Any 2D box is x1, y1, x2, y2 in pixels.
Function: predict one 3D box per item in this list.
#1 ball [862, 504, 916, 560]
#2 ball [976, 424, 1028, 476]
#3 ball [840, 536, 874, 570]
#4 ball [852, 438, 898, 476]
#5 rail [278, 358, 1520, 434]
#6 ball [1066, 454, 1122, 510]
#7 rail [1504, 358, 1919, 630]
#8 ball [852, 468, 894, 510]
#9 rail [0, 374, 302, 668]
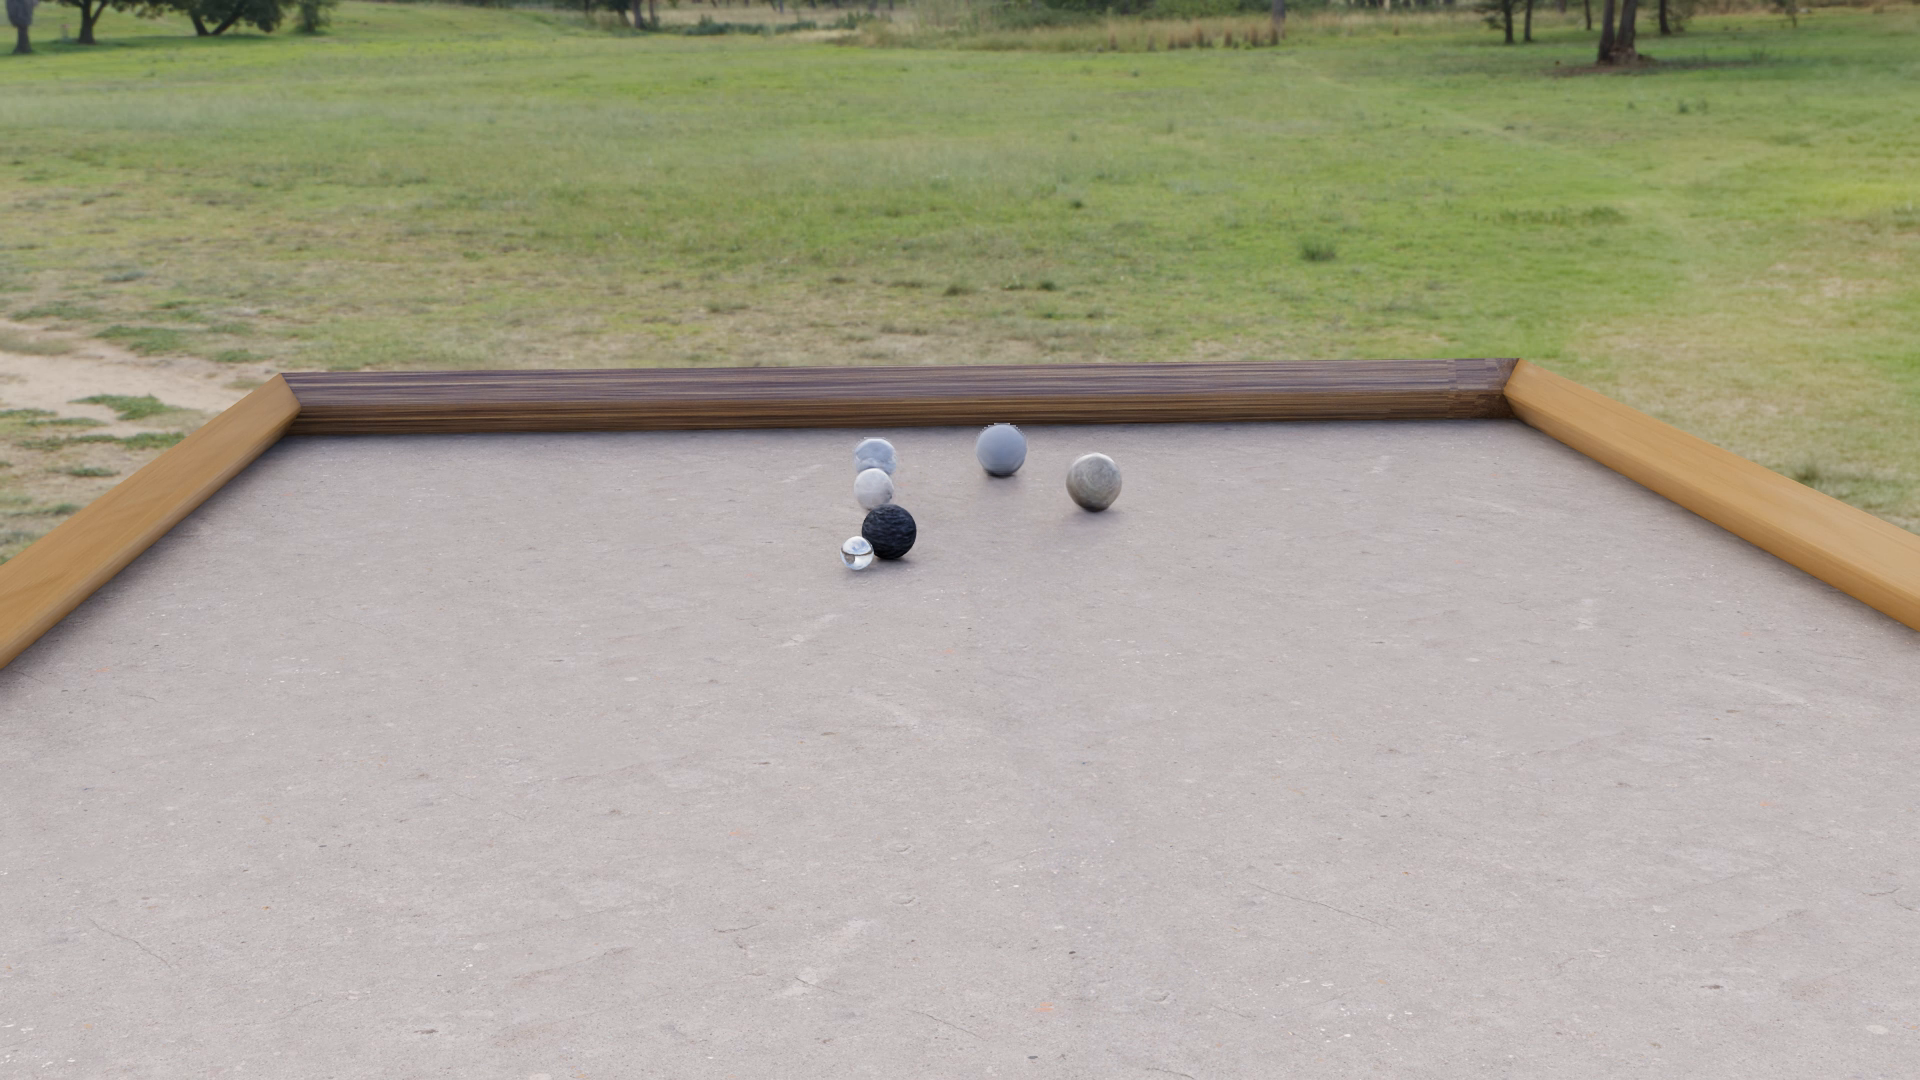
[{"bbox_3d":[-0.101,-0.012,3.127,0.079,0.079,0.079,0,13,0],"label":"ball"},{"bbox_3d":[0.070,-0.151,3.706,0.086,0.086,0.086,0,13,0],"label":"ball"},{"bbox_3d":[-0.144,0.018,3.070,0.046,0.046,0.046,0,13,0],"label":"ball"},{"bbox_3d":[-0.141,-0.133,3.656,0.074,0.074,0.074,0,13,0],"label":"ball"},{"bbox_3d":[-0.086,-0.268,4.137,2.344,0.116,0.045,-1,13,-4],"label":"rail"},{"bbox_3d":[0.211,-0.091,3.445,0.089,0.089,0.089,0,13,0],"label":"ball"},{"bbox_3d":[1.232,0.206,2.107,0.045,0.116,4.413,-1,13,-4],"label":"rail"},{"bbox_3d":[-0.136,-0.080,3.452,0.064,0.064,0.064,0,13,0],"label":"ball"},{"bbox_3d":[-1.057,0.248,1.929,0.045,0.116,4.413,-1,13,-4],"label":"rail"}]
